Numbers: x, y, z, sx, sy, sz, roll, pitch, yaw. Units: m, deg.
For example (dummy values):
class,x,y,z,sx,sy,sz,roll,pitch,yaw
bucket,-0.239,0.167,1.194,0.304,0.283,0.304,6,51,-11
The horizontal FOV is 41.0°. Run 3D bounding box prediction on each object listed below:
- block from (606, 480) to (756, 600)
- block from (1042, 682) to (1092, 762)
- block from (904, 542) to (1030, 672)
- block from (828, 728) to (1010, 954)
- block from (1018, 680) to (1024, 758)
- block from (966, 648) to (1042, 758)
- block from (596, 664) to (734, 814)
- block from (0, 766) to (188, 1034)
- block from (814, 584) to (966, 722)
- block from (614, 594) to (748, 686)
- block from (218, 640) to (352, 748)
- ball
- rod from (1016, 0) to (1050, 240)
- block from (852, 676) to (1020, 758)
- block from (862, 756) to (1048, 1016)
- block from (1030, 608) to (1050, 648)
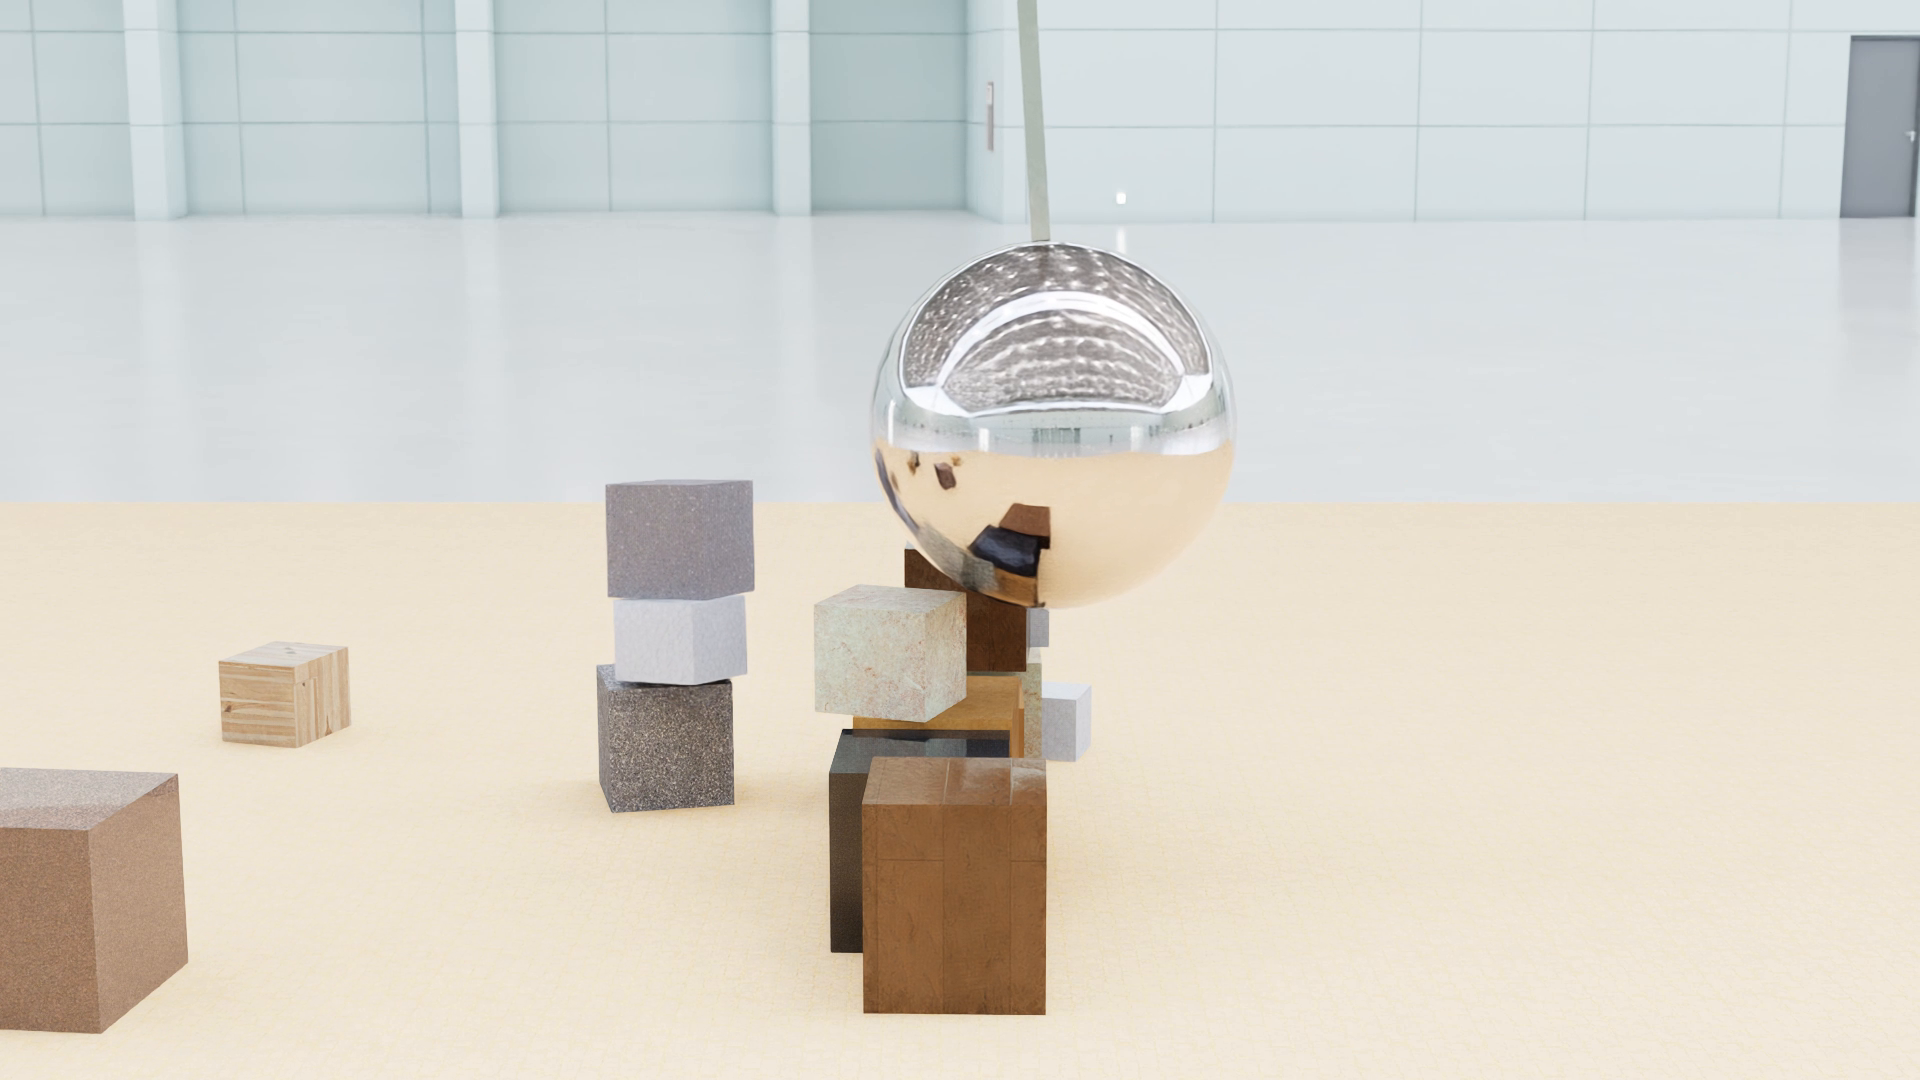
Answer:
class,x,y,z,sx,sy,sz,roll,pitch,yaw
block,-1.356,-0.008,12.464,0.531,0.545,0.507,1,4,24
block,0.490,0.947,13.432,0.325,0.332,0.354,3,11,15
block,0.041,0.287,12.374,0.578,0.586,0.518,1,10,4
block,-0.156,1.239,10.648,0.715,0.752,0.706,0,10,2
block,-0.017,1.033,12.124,0.625,0.629,0.560,0,10,0
block,0.019,0.877,12.751,0.750,0.711,0.713,0,10,0
block,-1.453,0.955,12.623,0.597,0.605,0.563,-3,11,-14
block,-3.500,1.367,9.856,0.738,0.784,0.785,1,10,7
block,-0.299,0.484,11.136,0.514,0.472,0.482,4,11,21
block,-1.343,0.469,12.342,0.469,0.385,0.428,1,5,31
block,-3.625,0.826,13.797,0.458,0.439,0.528,4,11,19
ball,0.399,-0.497,11.090,1.600,1.600,1.600,0,10,0
rod,0.173,-3.834,10.483,0.080,5.200,0.080,-4,10,1
block,-0.095,1.082,11.393,0.680,0.795,0.796,1,10,3
block,-0.012,1.330,9.957,0.691,0.821,0.674,0,10,2
block,0.269,0.343,12.829,0.349,0.314,0.367,0,10,1
